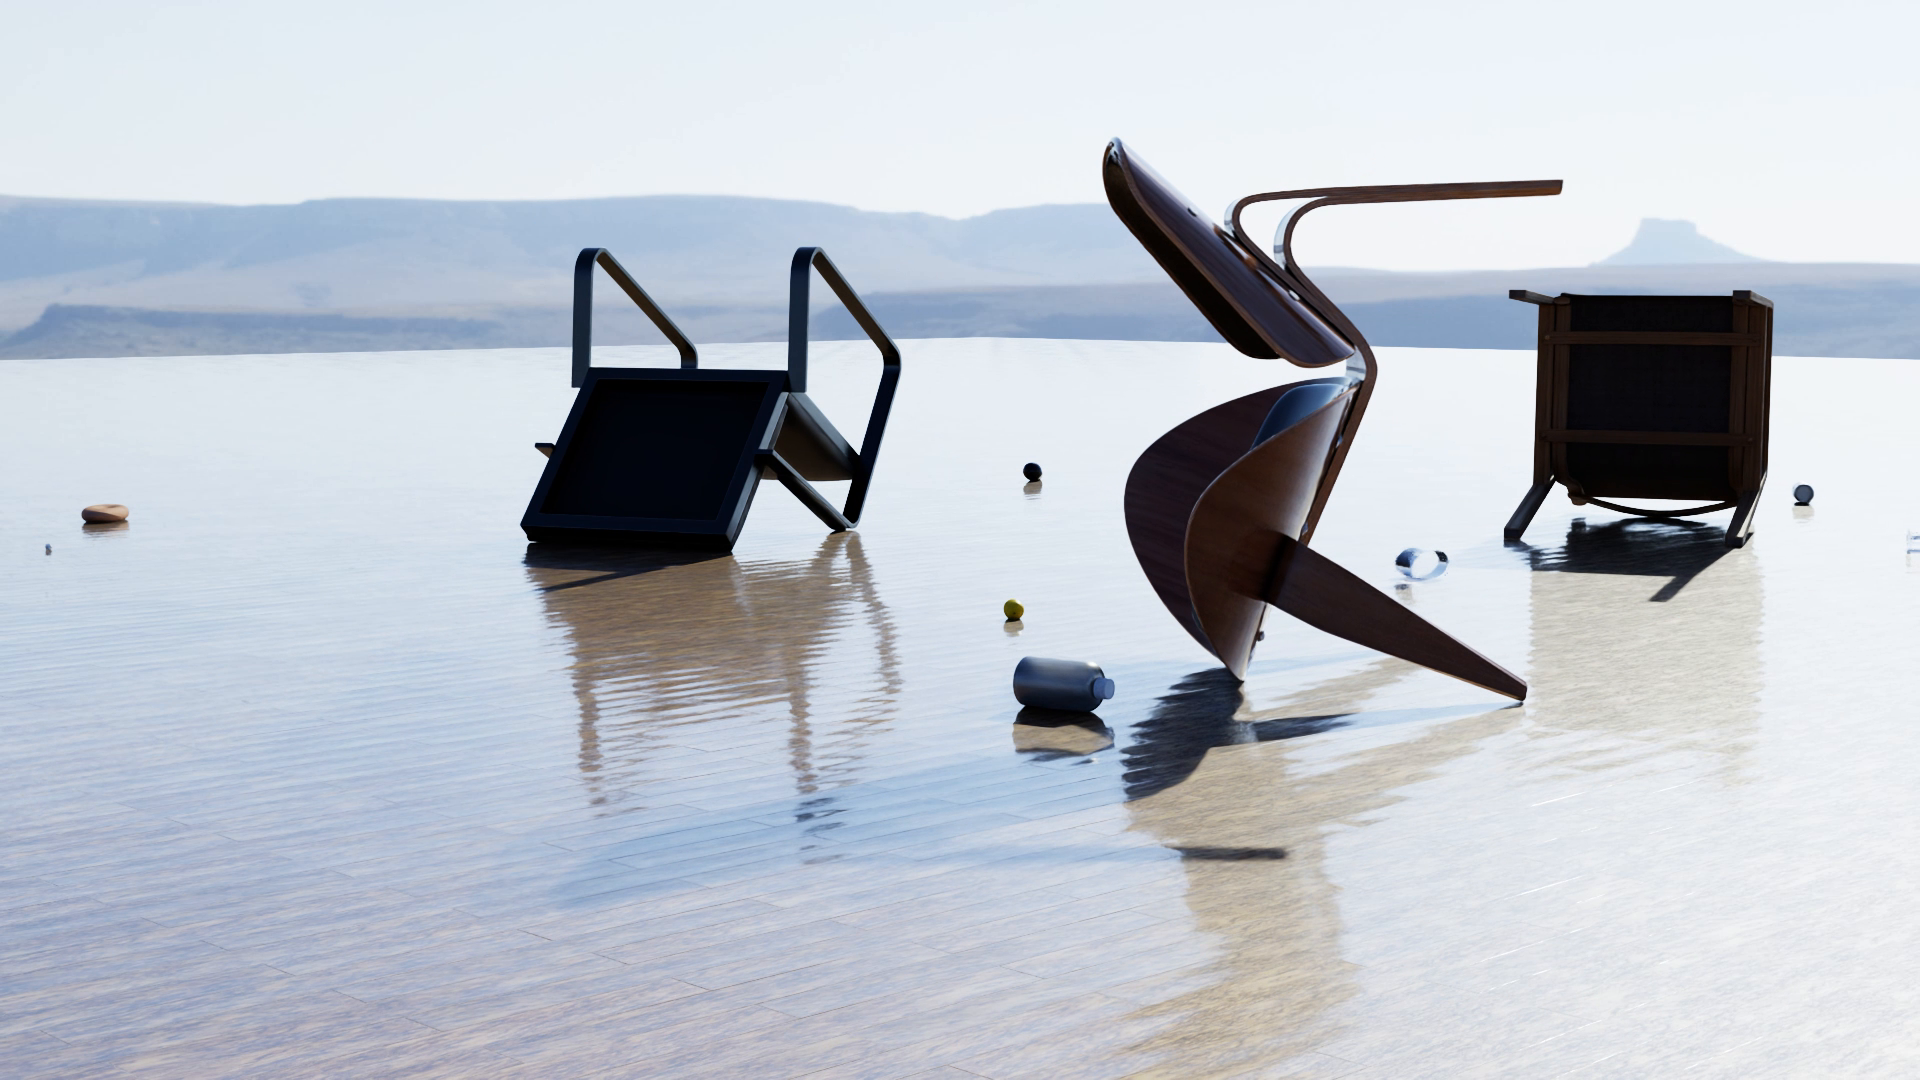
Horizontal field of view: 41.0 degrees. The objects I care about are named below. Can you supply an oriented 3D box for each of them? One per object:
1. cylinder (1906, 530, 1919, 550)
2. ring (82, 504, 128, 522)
[{"bbox_3d":[2.316,0.000,6.181,0.056,0.047,0.091,1,8,13],"label":"cylinder"},{"bbox_3d":[-2.308,-0.072,6.929,0.115,0.038,0.185,1,6,0],"label":"ring"}]
